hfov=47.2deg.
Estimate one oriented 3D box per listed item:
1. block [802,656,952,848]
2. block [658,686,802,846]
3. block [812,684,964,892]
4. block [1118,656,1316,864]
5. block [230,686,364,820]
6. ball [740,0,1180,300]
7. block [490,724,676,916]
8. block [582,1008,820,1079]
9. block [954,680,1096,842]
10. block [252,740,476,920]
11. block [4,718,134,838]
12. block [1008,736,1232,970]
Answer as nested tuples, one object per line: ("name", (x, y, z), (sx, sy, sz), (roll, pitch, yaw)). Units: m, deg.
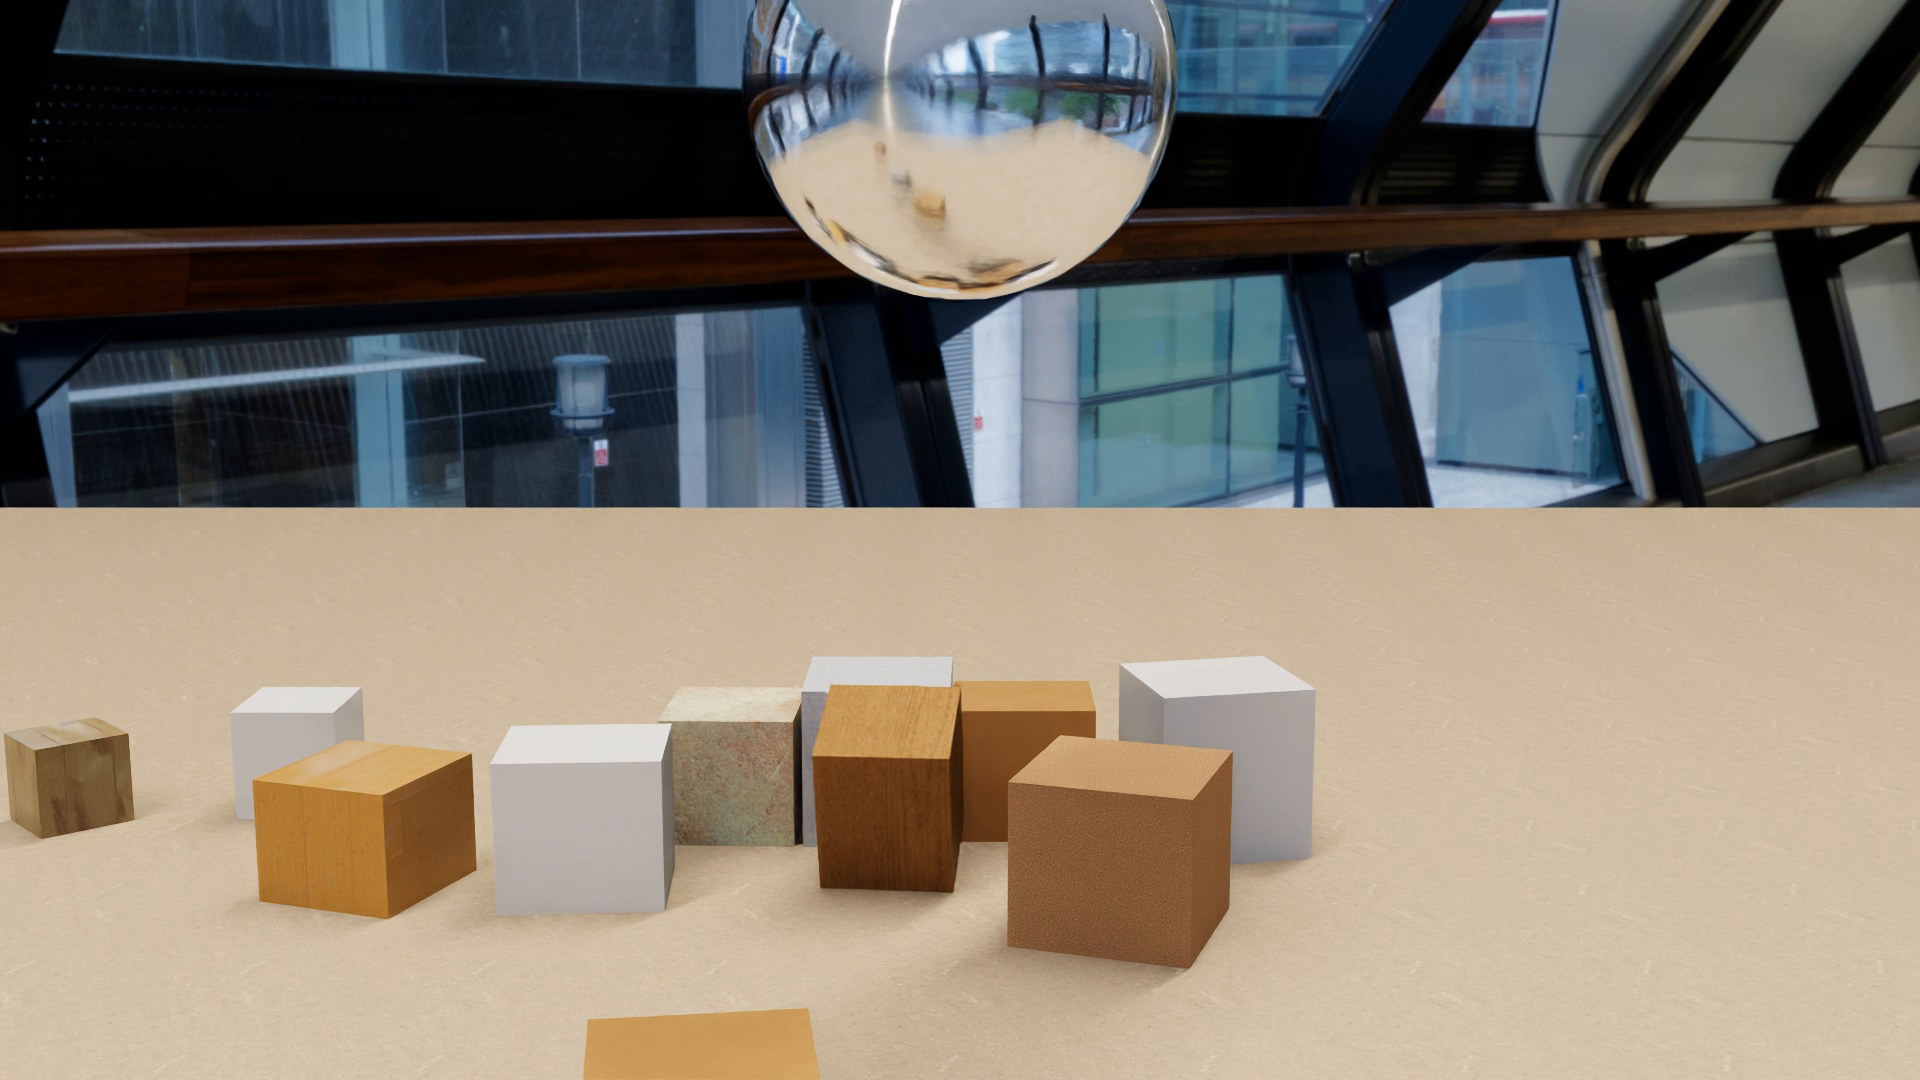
("block", (-0.414, 1.082, 11.360), (0.741, 0.806, 0.749), (0, 10, 1))
("block", (-1.159, 1.161, 11.368), (0.677, 0.648, 0.700), (0, 10, 2))
("block", (-0.331, 1.185, 10.551), (0.635, 0.741, 0.656), (1, 26, 5))
("block", (1.277, 1.106, 11.072), (0.777, 0.863, 0.726), (-2, 11, -13))
("block", (-3.520, 1.131, 11.735), (0.538, 0.576, 0.546), (0, 10, 0))
("ball", (0.000, -1.683, 8.061), (1.600, 1.600, 1.600), (0, 10, 0))
("block", (-1.763, 1.306, 10.372), (0.771, 0.720, 0.660), (-1, 10, -3))
("block", (-0.798, 1.942, 6.829), (0.705, 0.736, 0.636), (-1, 10, -7))
("block", (0.325, 1.138, 11.394), (0.714, 0.684, 0.624), (0, 10, 0))
("block", (-2.815, 1.359, 10.447), (0.707, 0.589, 0.740), (4, 11, 20))
("block", (-4.645, 1.234, 11.468), (0.479, 0.469, 0.446), (-9, 14, -41))
("block", (0.728, 1.379, 9.875), (0.821, 0.754, 0.803), (4, 11, 19))
